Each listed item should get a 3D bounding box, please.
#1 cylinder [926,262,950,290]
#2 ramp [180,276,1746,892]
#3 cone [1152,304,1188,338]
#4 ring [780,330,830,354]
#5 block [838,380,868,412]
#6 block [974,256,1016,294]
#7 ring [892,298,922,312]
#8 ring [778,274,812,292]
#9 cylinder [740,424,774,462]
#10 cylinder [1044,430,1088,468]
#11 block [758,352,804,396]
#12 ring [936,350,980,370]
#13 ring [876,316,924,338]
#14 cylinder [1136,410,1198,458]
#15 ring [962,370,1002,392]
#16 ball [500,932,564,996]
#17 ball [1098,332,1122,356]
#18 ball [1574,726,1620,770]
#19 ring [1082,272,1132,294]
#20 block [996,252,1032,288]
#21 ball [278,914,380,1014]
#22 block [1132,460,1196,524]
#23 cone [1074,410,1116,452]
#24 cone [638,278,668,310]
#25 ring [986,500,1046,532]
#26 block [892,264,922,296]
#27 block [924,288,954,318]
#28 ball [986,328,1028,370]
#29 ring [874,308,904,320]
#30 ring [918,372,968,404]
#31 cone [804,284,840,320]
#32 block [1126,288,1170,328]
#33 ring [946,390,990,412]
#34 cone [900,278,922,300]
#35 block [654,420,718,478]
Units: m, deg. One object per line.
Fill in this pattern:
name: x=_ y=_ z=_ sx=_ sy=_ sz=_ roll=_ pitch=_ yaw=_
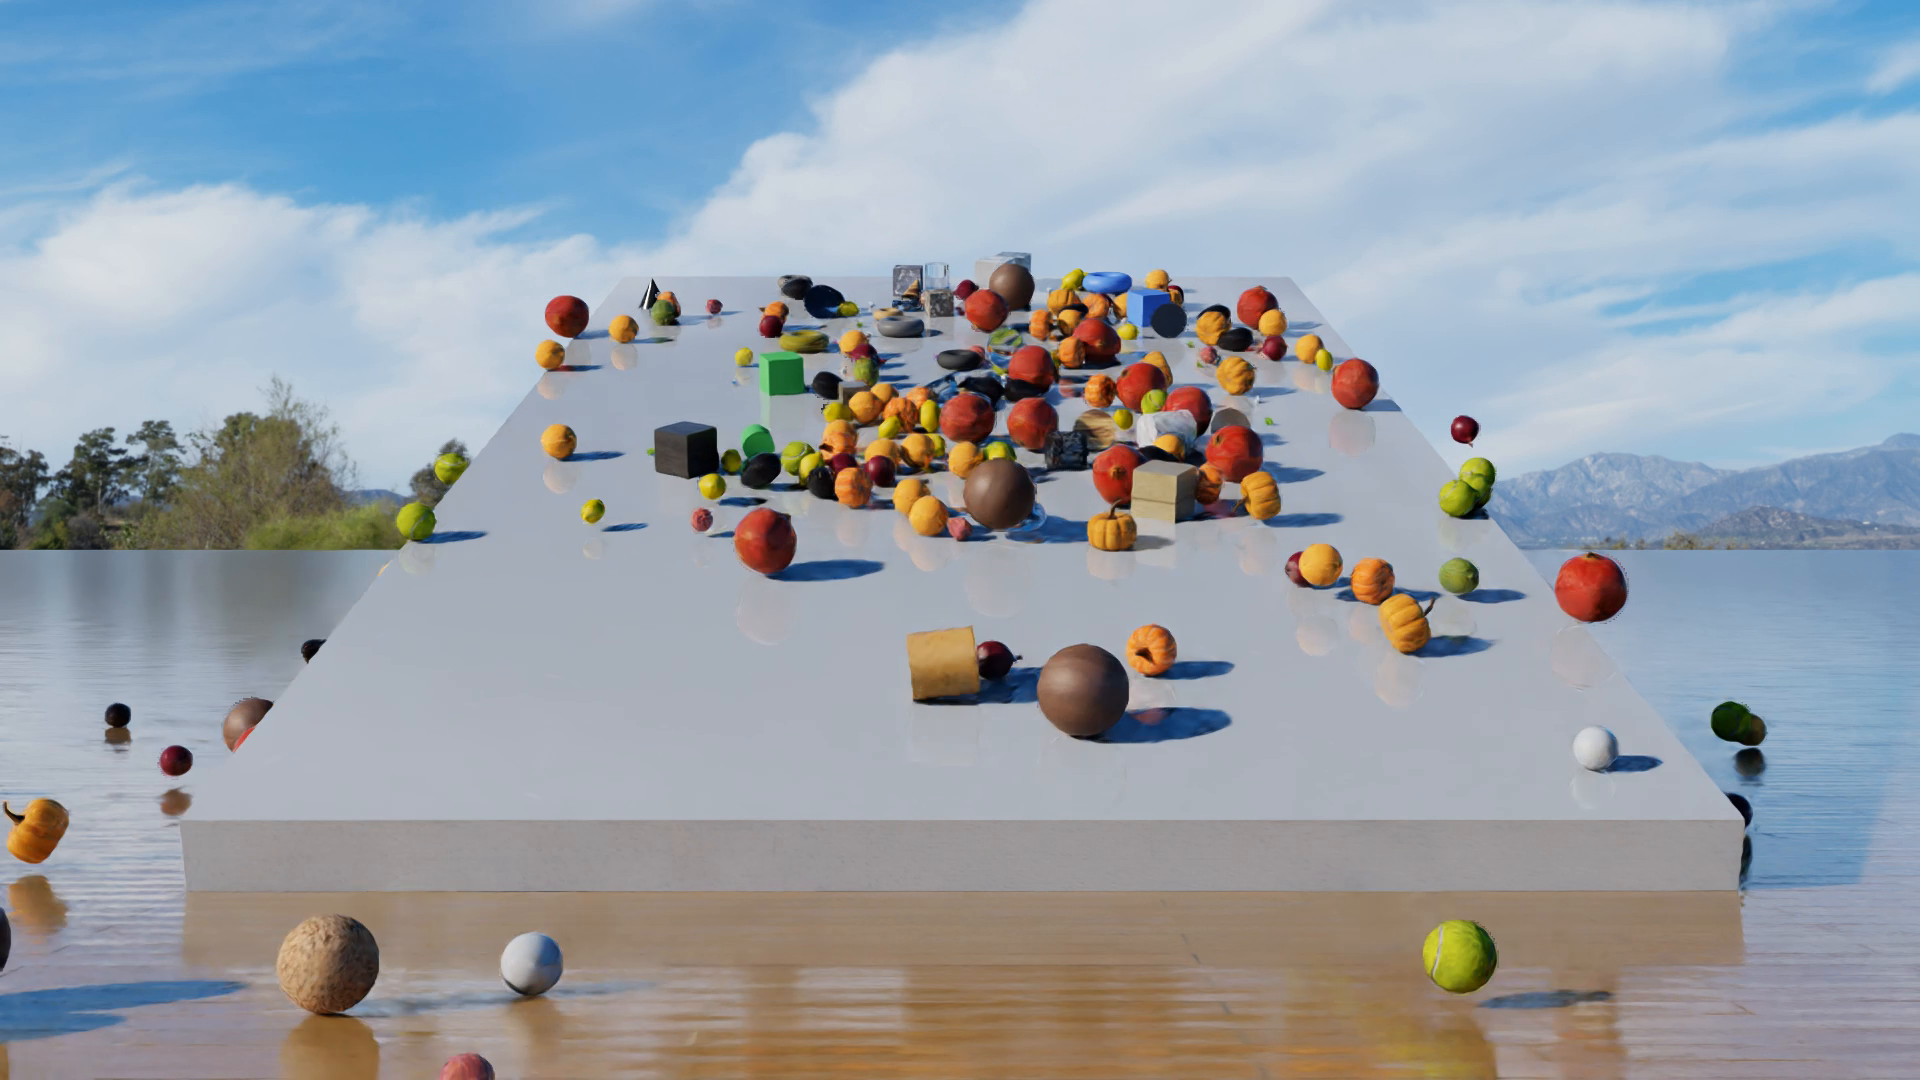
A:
cylinder: x=-0.066 y=-0.770 z=6.465 sx=0.071 sy=0.071 sz=0.071 roll=0 pitch=17 yaw=0
ramp: x=-0.003 y=-0.169 z=4.760 sx=2.000 sy=0.100 sz=4.000 roll=0 pitch=17 yaw=0
cone: x=0.553 y=-0.565 z=5.834 sx=0.093 sy=0.093 sz=0.093 roll=0 pitch=-10 yaw=8
ring: x=-0.394 y=-0.503 z=5.627 sx=0.128 sy=0.043 sz=0.128 roll=-1 pitch=16 yaw=0
block: x=-0.240 y=-0.323 z=4.997 sx=0.058 sy=0.058 sz=0.058 roll=-4 pitch=17 yaw=-14
block: x=0.102 y=-0.768 z=6.424 sx=0.092 sy=0.092 sz=0.092 roll=6 pitch=18 yaw=20
ring: x=-0.149 y=-0.652 z=6.148 sx=0.082 sy=0.027 sz=0.082 roll=0 pitch=18 yaw=0
ring: x=-0.480 y=-0.748 z=6.456 sx=0.101 sy=0.034 sz=0.101 roll=3 pitch=20 yaw=-1
cylinder: x=-0.418 y=-0.199 z=4.571 sx=0.065 sy=0.065 sz=0.065 roll=0 pitch=16 yaw=-12
cylinder: x=0.215 y=-0.184 z=4.504 sx=0.073 sy=0.073 sz=0.073 roll=-4 pitch=1 yaw=-12
block: x=-0.416 y=-0.388 z=5.166 sx=0.084 sy=0.084 sz=0.084 roll=-6 pitch=18 yaw=-19
ring: x=-0.003 y=-0.442 z=5.435 sx=0.108 sy=0.036 sz=0.108 roll=1 pitch=16 yaw=0
ring: x=-0.156 y=-0.560 z=5.818 sx=0.126 sy=0.042 sz=0.126 roll=0 pitch=16 yaw=0
cylinder: x=0.428 y=-0.219 z=4.589 sx=0.094 sy=0.094 sz=0.094 roll=-5 pitch=2 yaw=-21
ring: x=0.046 y=-0.371 z=5.199 sx=0.108 sy=0.036 sz=0.108 roll=1 pitch=17 yaw=0
ball: x=-0.425 y=0.421 z=2.203 sx=0.062 sy=0.062 sz=0.062 roll=0 pitch=0 yaw=0
ball: x=0.375 y=-0.491 z=5.554 sx=0.060 sy=0.060 sz=0.060 roll=0 pitch=0 yaw=0
ball: x=0.857 y=0.280 z=2.988 sx=0.059 sy=0.059 sz=0.059 roll=0 pitch=0 yaw=0
ring: x=0.427 y=-0.747 z=6.432 sx=0.145 sy=0.048 sz=0.145 roll=0 pitch=16 yaw=0
block: x=0.155 y=-0.796 z=6.526 sx=0.087 sy=0.087 sz=0.087 roll=5 pitch=18 yaw=17
ball: x=-0.603 y=0.405 z=2.119 sx=0.094 sy=0.094 sz=0.094 roll=0 pitch=0 yaw=0
block: x=0.384 y=-0.092 z=4.174 sx=0.090 sy=0.090 sz=0.090 roll=10 pitch=19 yaw=29
cone: x=0.284 y=-0.222 z=4.693 sx=0.090 sy=0.090 sz=0.090 roll=0 pitch=-10 yaw=2
cone: x=-0.856 y=-0.690 z=6.176 sx=0.083 sy=0.083 sz=0.083 roll=0 pitch=17 yaw=0
ring: x=0.105 y=-0.046 z=4.111 sx=0.112 sy=0.037 sz=0.112 roll=1 pitch=20 yaw=-1
block: x=-0.149 y=-0.744 z=6.366 sx=0.078 sy=0.078 sz=0.078 roll=2 pitch=17 yaw=5
block: x=-0.057 y=-0.648 z=6.069 sx=0.066 sy=0.066 sz=0.066 roll=-4 pitch=17 yaw=-13
ball: x=0.109 y=-0.451 z=5.225 sx=0.097 sy=0.097 sz=0.097 roll=0 pitch=0 yaw=0
ring: x=-0.194 y=-0.611 z=6.011 sx=0.084 sy=0.028 sz=0.084 roll=1 pitch=16 yaw=0
ring: x=-0.040 y=-0.347 z=5.045 sx=0.124 sy=0.041 sz=0.124 roll=-25 pitch=3 yaw=2
cone: x=-0.374 y=-0.639 z=6.076 sx=0.096 sy=0.096 sz=0.096 roll=0 pitch=-10 yaw=0
block: x=0.505 y=-0.624 z=5.959 sx=0.084 sy=0.084 sz=0.084 roll=-8 pitch=19 yaw=-25
ring: x=0.018 y=-0.314 z=5.010 sx=0.104 sy=0.035 sz=0.104 roll=1 pitch=16 yaw=0
cone: x=-0.124 y=-0.702 z=6.192 sx=0.070 sy=0.070 sz=0.070 roll=11 pitch=-18 yaw=3
block: x=-0.552 y=-0.182 z=4.472 sx=0.089 sy=0.089 sz=0.089 roll=12 pitch=20 yaw=35
